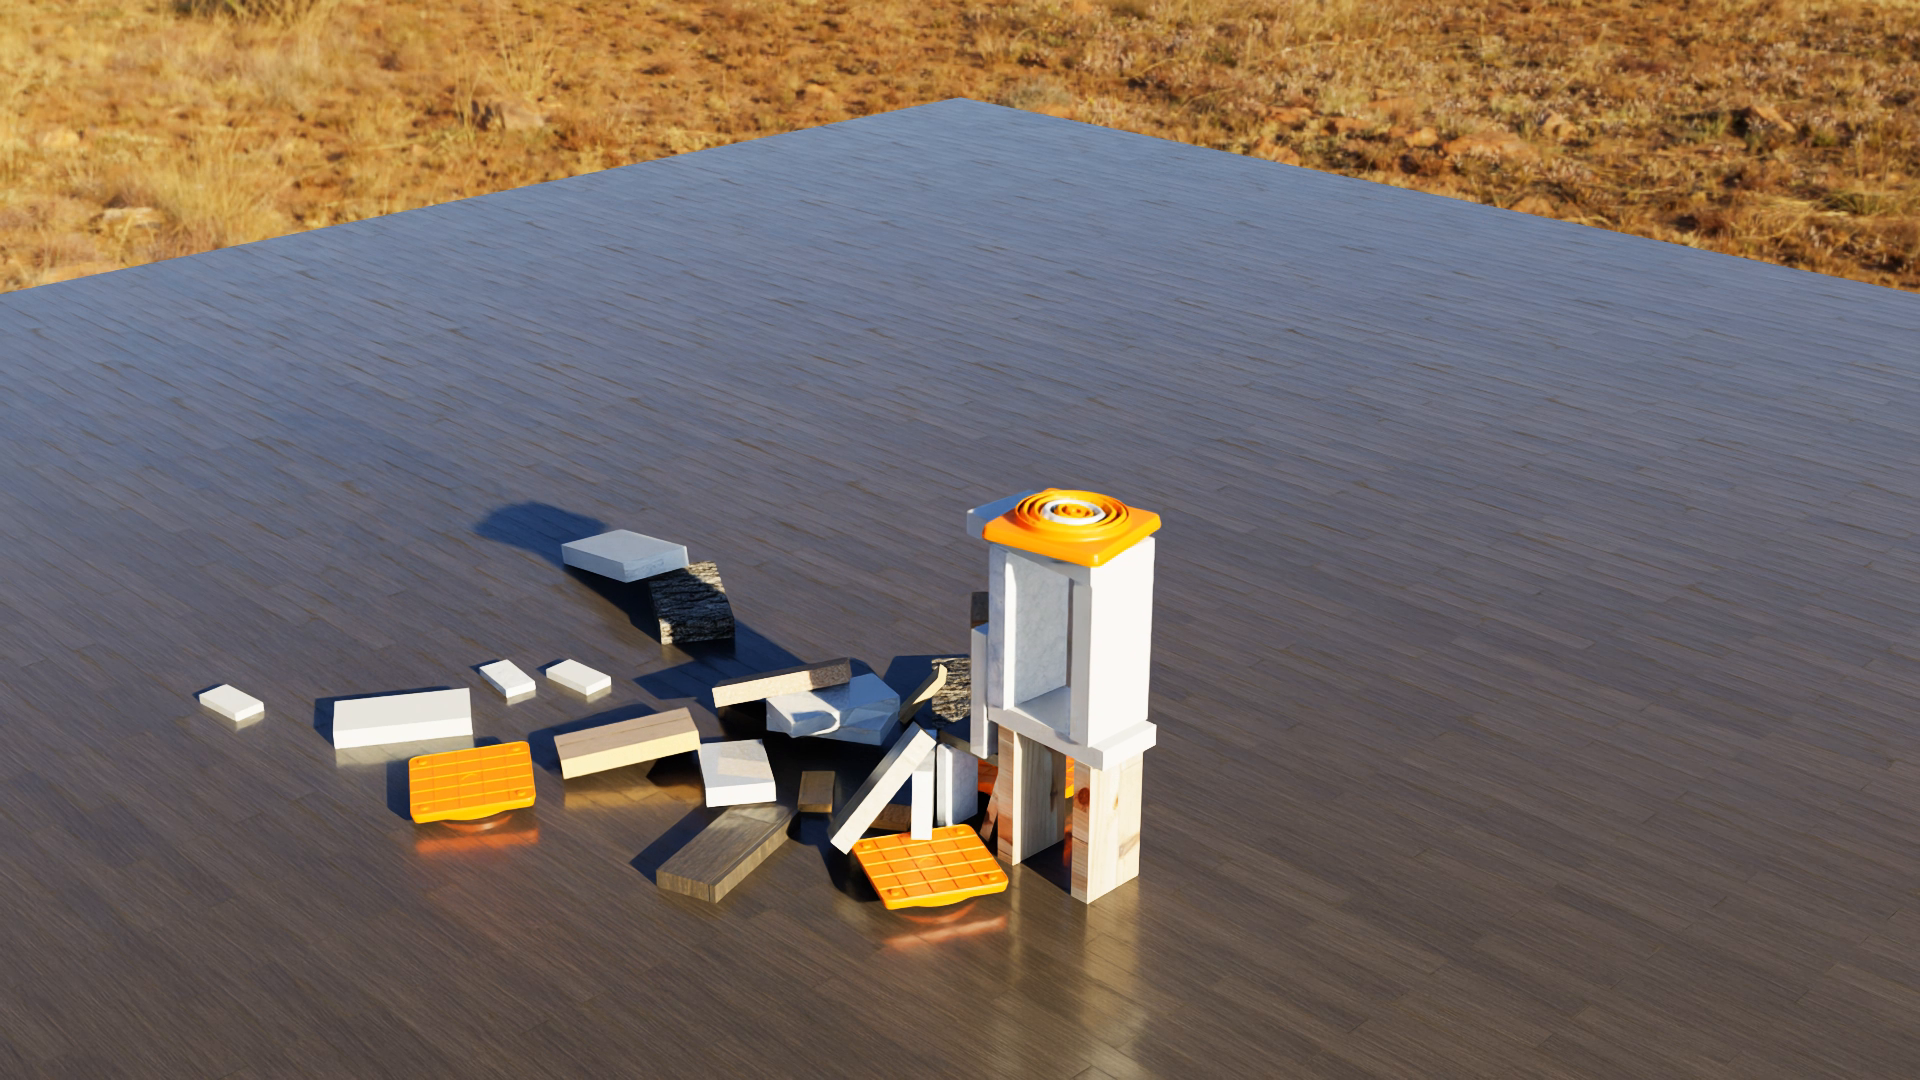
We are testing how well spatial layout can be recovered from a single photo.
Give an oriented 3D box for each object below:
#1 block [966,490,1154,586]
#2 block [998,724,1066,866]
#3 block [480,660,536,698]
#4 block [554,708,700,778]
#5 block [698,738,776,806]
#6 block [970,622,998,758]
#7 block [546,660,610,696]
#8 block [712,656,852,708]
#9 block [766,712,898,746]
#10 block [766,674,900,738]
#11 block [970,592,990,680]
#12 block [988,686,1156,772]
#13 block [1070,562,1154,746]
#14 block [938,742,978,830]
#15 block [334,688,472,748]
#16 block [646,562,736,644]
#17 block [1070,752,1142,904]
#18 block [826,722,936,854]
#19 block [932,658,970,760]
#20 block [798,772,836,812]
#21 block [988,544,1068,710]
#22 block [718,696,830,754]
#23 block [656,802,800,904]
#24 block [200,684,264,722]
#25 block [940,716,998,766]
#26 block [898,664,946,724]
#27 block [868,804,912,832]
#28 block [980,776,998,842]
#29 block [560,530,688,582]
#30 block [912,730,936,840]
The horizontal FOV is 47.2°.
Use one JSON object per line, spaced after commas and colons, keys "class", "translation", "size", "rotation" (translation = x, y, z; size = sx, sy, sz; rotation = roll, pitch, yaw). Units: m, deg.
{"class": "block", "translation": [0.181, -0.007, 4.030], "size": [0.162, 0.046, 0.324], "rotation": [-20, 30, -38]}
{"class": "block", "translation": [0.141, 0.472, 4.274], "size": [0.147, 0.293, 0.042], "rotation": [-21, 31, -40]}
{"class": "block", "translation": [-1.029, 0.314, 4.995], "size": [0.070, 0.020, 0.140], "rotation": [-16, 28, -33]}
{"class": "block", "translation": [-0.704, 0.427, 4.646], "size": [0.288, 0.041, 0.144], "rotation": [-12, 19, -13]}
{"class": "block", "translation": [-0.463, 0.478, 4.529], "size": [0.138, 0.039, 0.275], "rotation": [-4, 14, -10]}
{"class": "block", "translation": [0.082, 0.277, 4.241], "size": [0.132, 0.265, 0.037], "rotation": [-20, 31, -39]}
{"class": "block", "translation": [-0.868, 0.311, 5.002], "size": [0.139, 0.020, 0.070], "rotation": [18, 29, 37]}
{"class": "block", "translation": [-0.384, 0.307, 4.773], "size": [0.288, 0.041, 0.144], "rotation": [-11, 3, 1]}
{"class": "block", "translation": [-0.273, 0.380, 4.726], "size": [0.255, 0.036, 0.127], "rotation": [6, 24, 14]}
{"class": "block", "translation": [-0.271, 0.352, 4.699], "size": [0.255, 0.036, 0.127], "rotation": [-12, 26, -27]}
{"class": "block", "translation": [0.040, 0.249, 4.306], "size": [0.037, 0.265, 0.132], "rotation": [0, 23, 0]}
{"class": "block", "translation": [0.209, 0.343, 4.148], "size": [0.147, 0.042, 0.293], "rotation": [-21, 31, -41]}
{"class": "block", "translation": [0.276, 0.201, 4.015], "size": [0.162, 0.324, 0.046], "rotation": [-21, 31, -40]}
{"class": "block", "translation": [-0.005, 0.480, 4.397], "size": [0.026, 0.181, 0.090], "rotation": [21, 31, 40]}
{"class": "block", "translation": [-1.214, 0.388, 4.795], "size": [0.288, 0.041, 0.144], "rotation": [-5, 24, -12]}
{"class": "block", "translation": [-0.659, 0.149, 5.346], "size": [0.174, 0.049, 0.348], "rotation": [-5, 24, -13]}
{"class": "block", "translation": [0.277, 0.525, 4.148], "size": [0.042, 0.293, 0.147], "rotation": [21, 31, 41]}
{"class": "block", "translation": [-0.155, 0.481, 4.289], "size": [0.039, 0.275, 0.138], "rotation": [39, -3, -7]}
{"class": "block", "translation": [0.027, 0.361, 4.788], "size": [0.174, 0.049, 0.459], "rotation": [-1, 18, 0]}
{"class": "block", "translation": [-0.294, 0.517, 4.518], "size": [0.068, 0.019, 0.136], "rotation": [0, 23, 0]}
{"class": "block", "translation": [0.130, 0.144, 4.148], "size": [0.162, 0.324, 0.046], "rotation": [-19, 30, -37]}
{"class": "block", "translation": [-0.392, 0.387, 4.802], "size": [0.255, 0.036, 0.127], "rotation": [18, 29, 36]}
{"class": "block", "translation": [-0.449, 0.601, 4.296], "size": [0.132, 0.037, 0.316], "rotation": [11, 25, 24]}
{"class": "block", "translation": [-1.619, 0.361, 4.885], "size": [0.140, 0.020, 0.070], "rotation": [18, 29, 36]}
{"class": "block", "translation": [0.058, 0.398, 4.327], "size": [0.181, 0.026, 0.090], "rotation": [20, 30, 39]}
{"class": "block", "translation": [-0.082, 0.338, 4.816], "size": [0.019, 0.136, 0.068], "rotation": [39, 20, -12]}
{"class": "block", "translation": [-0.165, 0.554, 4.430], "size": [0.136, 0.019, 0.068], "rotation": [5, 24, 12]}
{"class": "block", "translation": [0.099, 0.506, 4.337], "size": [0.090, 0.181, 0.026], "rotation": [-21, 48, -40]}
{"class": "block", "translation": [-0.844, 0.038, 5.523], "size": [0.174, 0.049, 0.348], "rotation": [-16, 17, -33]}
{"class": "block", "translation": [-0.071, 0.484, 4.380], "size": [0.039, 0.138, 0.275], "rotation": [2, 12, 1]}
